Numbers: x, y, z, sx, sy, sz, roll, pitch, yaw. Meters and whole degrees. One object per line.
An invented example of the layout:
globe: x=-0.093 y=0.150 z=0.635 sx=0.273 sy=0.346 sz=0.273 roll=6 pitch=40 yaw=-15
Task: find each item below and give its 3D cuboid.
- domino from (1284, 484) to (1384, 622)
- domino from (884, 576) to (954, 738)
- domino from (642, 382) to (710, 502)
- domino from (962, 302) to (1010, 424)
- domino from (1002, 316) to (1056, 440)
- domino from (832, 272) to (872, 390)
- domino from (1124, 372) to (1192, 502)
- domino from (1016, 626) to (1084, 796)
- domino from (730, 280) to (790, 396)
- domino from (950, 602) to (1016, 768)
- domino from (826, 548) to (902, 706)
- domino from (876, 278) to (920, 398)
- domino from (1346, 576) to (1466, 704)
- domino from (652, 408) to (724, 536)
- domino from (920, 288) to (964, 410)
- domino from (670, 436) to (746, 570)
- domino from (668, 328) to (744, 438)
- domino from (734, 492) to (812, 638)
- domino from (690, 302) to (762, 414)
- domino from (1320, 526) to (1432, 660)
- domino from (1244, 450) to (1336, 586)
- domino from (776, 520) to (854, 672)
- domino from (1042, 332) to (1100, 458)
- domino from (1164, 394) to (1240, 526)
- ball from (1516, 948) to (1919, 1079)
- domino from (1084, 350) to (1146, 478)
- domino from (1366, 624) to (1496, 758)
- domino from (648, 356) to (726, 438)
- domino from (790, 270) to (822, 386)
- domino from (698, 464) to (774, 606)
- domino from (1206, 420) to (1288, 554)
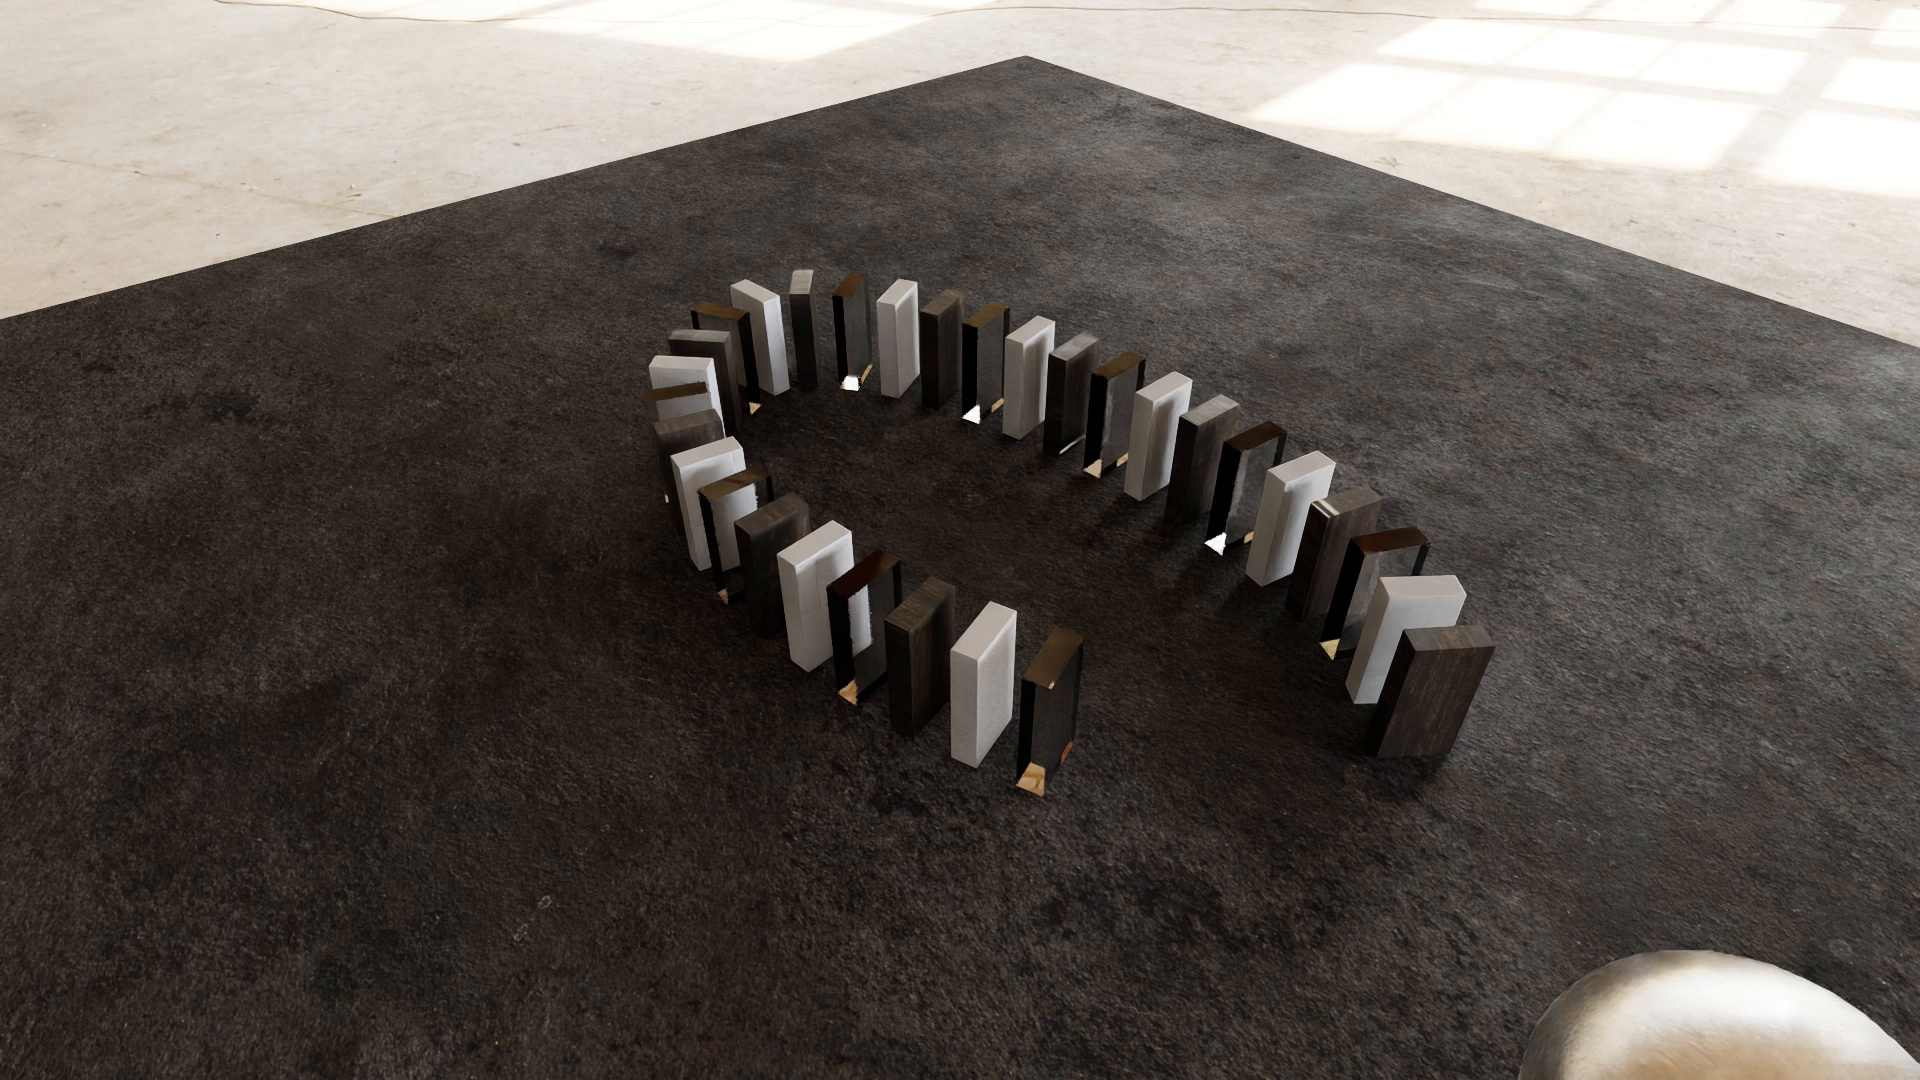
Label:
domino: x=0.137 y=0.005 z=0.405 sx=0.025 sy=0.050 sz=0.010 roll=-17 pitch=42 yaw=-19
domino: x=-0.013 y=0.039 z=0.364 sx=0.009 sy=0.050 sz=0.025 roll=23 pitch=45 yaw=26
domino: x=-0.115 y=-0.041 z=0.461 sx=0.025 sy=0.050 sz=0.009 roll=-11 pitch=41 yaw=-13
domino: x=0.012 y=-0.082 z=0.512 sx=0.009 sy=0.050 sz=0.025 roll=23 pitch=45 yaw=25
domino: x=0.031 y=-0.074 z=0.501 sx=0.010 sy=0.050 sz=0.025 roll=26 pitch=46 yaw=28
domino: x=-0.052 y=-0.101 z=0.535 sx=0.009 sy=0.050 sz=0.025 roll=9 pitch=40 yaw=10
domino: x=0.083 y=-0.043 z=0.465 sx=0.025 sy=0.050 sz=0.009 roll=-30 pitch=48 yaw=-32
domino: x=0.028 y=0.054 z=0.345 sx=0.009 sy=0.050 sz=0.025 roll=19 pitch=43 yaw=21
domino: x=-0.096 y=-0.097 z=0.530 sx=0.025 sy=0.050 sz=0.009 roll=31 pitch=49 yaw=32
domino: x=0.007 y=0.047 z=0.354 sx=0.009 sy=0.050 sz=0.025 roll=20 pitch=43 yaw=23
domino: x=-0.031 y=0.030 z=0.375 sx=0.010 sy=0.050 sz=0.025 roll=28 pitch=47 yaw=30
domino: x=-0.029 y=-0.097 z=0.530 sx=0.009 sy=0.050 sz=0.025 roll=14 pitch=41 yaw=17
domino: x=0.149 y=0.034 z=0.370 sx=0.025 sy=0.050 sz=0.010 roll=-2 pitch=39 yaw=-2
domino: x=-0.106 y=-0.027 z=0.444 sx=0.025 sy=0.050 sz=0.009 roll=-17 pitch=42 yaw=-20
domino: x=-0.008 y=-0.090 z=0.522 sx=0.009 sy=0.050 sz=0.025 roll=20 pitch=43 yaw=22
domino: x=-0.095 y=-0.014 z=0.428 sx=0.025 sy=0.050 sz=0.009 roll=-21 pitch=44 yaw=-24
domino: x=-0.114 y=-0.070 z=0.497 sx=0.025 sy=0.050 sz=0.009 roll=5 pitch=40 yaw=6
domino: x=-0.066 y=0.010 z=0.400 sx=0.025 sy=0.050 sz=0.009 roll=-31 pitch=48 yaw=-32
domino: x=-0.109 y=-0.085 z=0.515 sx=0.025 sy=0.050 sz=0.010 roll=15 pitch=42 yaw=17
domino: x=0.146 y=0.019 z=0.388 sx=0.025 sy=0.050 sz=0.009 roll=-10 pitch=40 yaw=-12
domino: x=0.126 y=-0.008 z=0.421 sx=0.025 sy=0.050 sz=0.009 roll=-21 pitch=44 yaw=-23
domino: x=-0.049 y=0.020 z=0.387 sx=0.010 sy=0.050 sz=0.025 roll=31 pitch=48 yaw=32
domino: x=0.049 y=-0.064 z=0.490 sx=0.009 sy=0.050 sz=0.025 roll=29 pitch=47 yaw=30
domino: x=0.099 y=-0.032 z=0.451 sx=0.025 sy=0.050 sz=0.009 roll=-27 pitch=47 yaw=-29
ball: x=0.161 y=0.129 z=0.231 sx=0.080 sy=0.080 sz=0.080 roll=0 pitch=39 yaw=0
domino: x=0.067 y=-0.054 z=0.478 sx=0.009 sy=0.050 sz=0.025 roll=32 pitch=49 yaw=33
domino: x=0.149 y=0.049 z=0.352 sx=0.025 sy=0.050 sz=0.009 roll=-3 pitch=39 yaw=-4
domino: x=-0.118 y=-0.055 z=0.479 sx=0.025 sy=0.050 sz=0.009 roll=3 pitch=39 yaw=4
domino: x=-0.075 y=-0.103 z=0.537 sx=0.010 sy=0.050 sz=0.025 roll=-1 pitch=39 yaw=-1
domino: x=-0.081 y=-0.001 z=0.413 sx=0.025 sy=0.050 sz=0.009 roll=-27 pitch=46 yaw=-29
domino: x=0.113 y=-0.020 z=0.436 sx=0.025 sy=0.050 sz=0.010 roll=-24 pitch=45 yaw=-26
